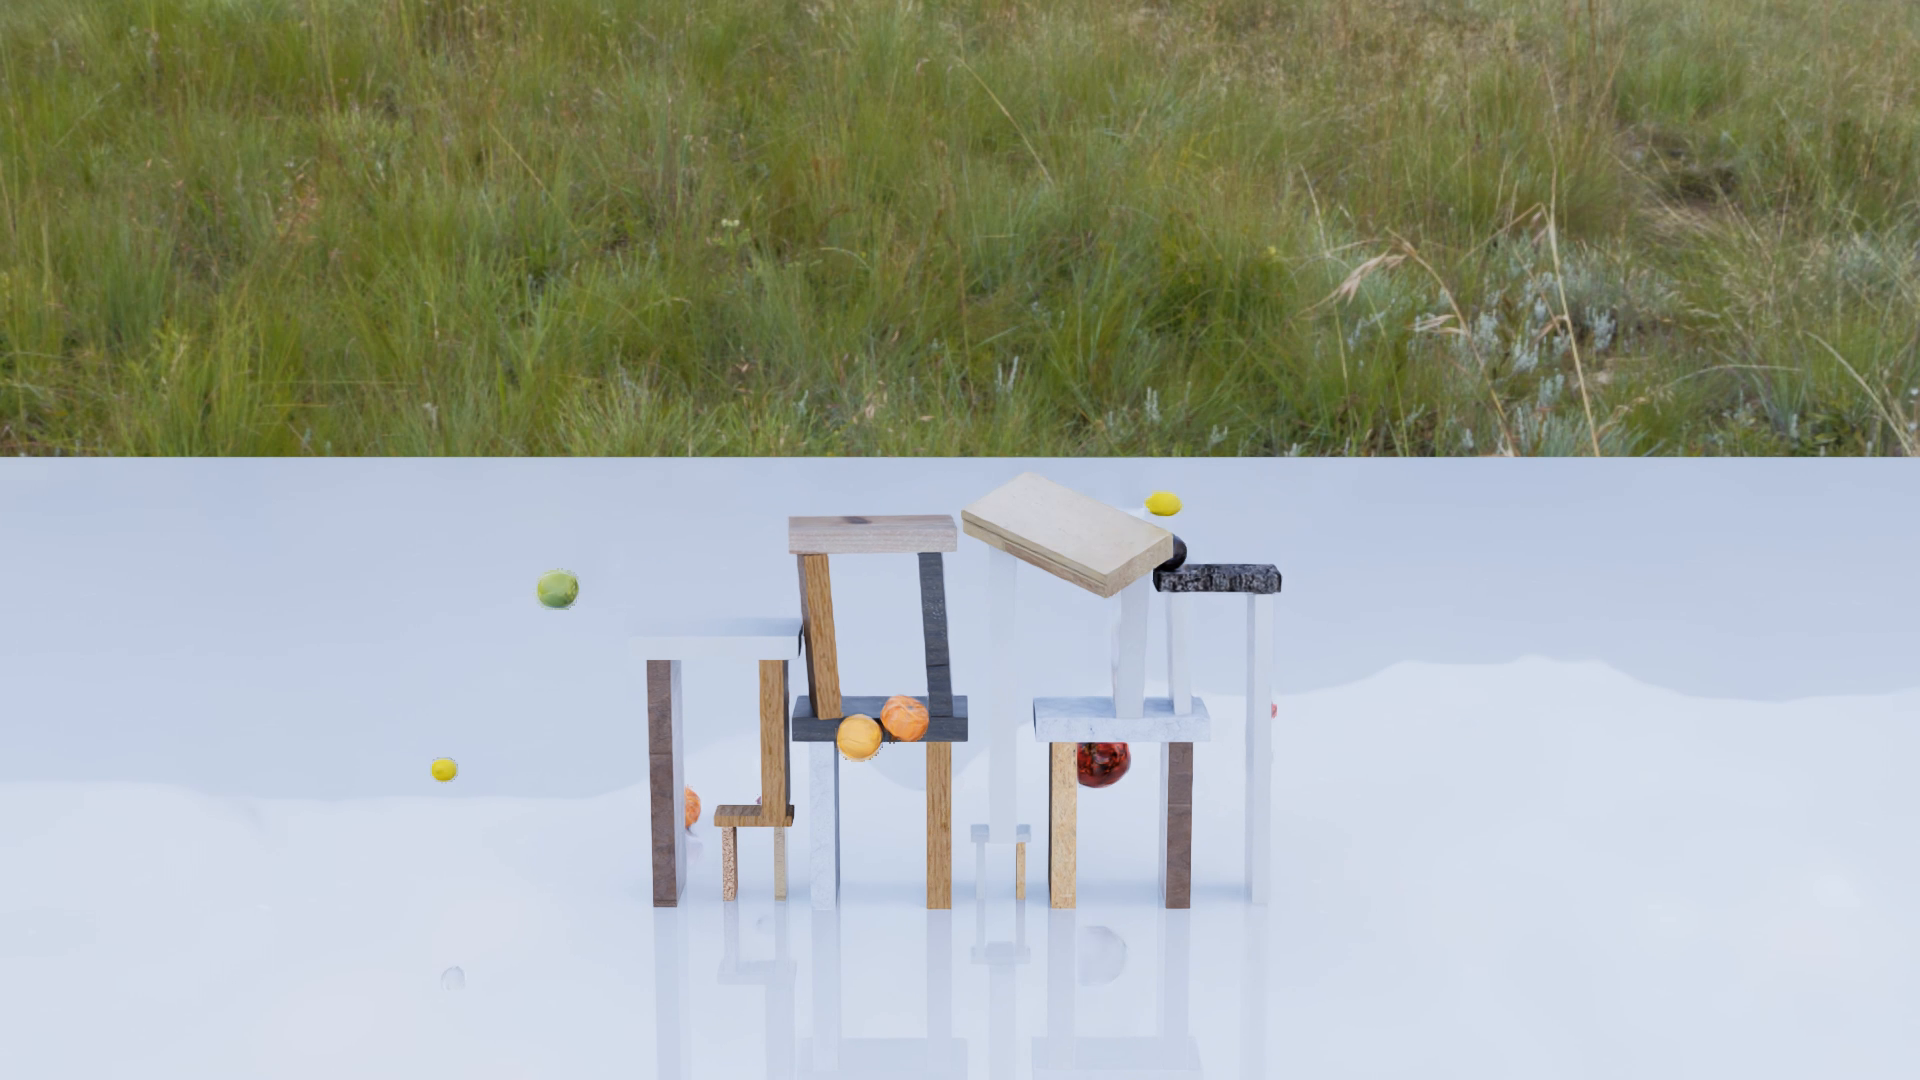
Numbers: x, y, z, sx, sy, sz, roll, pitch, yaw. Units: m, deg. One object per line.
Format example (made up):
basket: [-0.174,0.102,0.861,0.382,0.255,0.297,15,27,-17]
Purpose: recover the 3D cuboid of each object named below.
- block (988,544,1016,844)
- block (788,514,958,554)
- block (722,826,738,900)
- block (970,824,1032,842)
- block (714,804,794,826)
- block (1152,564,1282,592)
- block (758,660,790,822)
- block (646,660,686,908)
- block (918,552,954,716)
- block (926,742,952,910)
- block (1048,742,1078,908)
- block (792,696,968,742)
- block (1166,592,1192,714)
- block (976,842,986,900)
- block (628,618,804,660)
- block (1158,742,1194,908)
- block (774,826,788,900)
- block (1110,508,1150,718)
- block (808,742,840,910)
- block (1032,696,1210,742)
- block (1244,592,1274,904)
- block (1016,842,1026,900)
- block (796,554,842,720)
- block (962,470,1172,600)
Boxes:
block: [0.069,0.228,3.590,0.043,0.511,0.152,0,13,0]
block: [-0.143,-0.010,3.547,0.267,0.038,0.134,-1,11,-4]
block: [-0.382,0.528,3.654,0.018,0.128,0.064,0,11,0]
block: [0.067,0.485,3.642,0.100,0.014,0.050,0,13,0]
block: [-0.340,0.456,3.640,0.128,0.018,0.064,0,11,0]
block: [0.417,0.061,3.579,0.200,0.028,0.100,1,10,1]
block: [-0.304,0.313,3.619,0.038,0.271,0.135,0,11,-1]
block: [-0.484,0.385,3.633,0.038,0.417,0.135,0,11,0]
block: [-0.039,0.139,3.586,0.038,0.267,0.134,-4,11,1]
block: [-0.034,0.451,3.639,0.040,0.283,0.142,0,11,0]
block: [0.169,0.452,3.642,0.040,0.281,0.140,0,10,0]
block: [-0.129,0.292,3.609,0.284,0.040,0.142,0,11,0]
block: [0.357,0.174,3.597,0.028,0.200,0.100,-3,10,0]
block: [0.034,0.541,3.655,0.014,0.100,0.050,0,13,0]
block: [-0.395,0.161,3.591,0.271,0.038,0.135,0,11,0]
block: [0.357,0.452,3.642,0.040,0.281,0.140,0,10,0]
block: [-0.297,0.528,3.654,0.018,0.128,0.064,0,11,0]
block: [0.272,0.118,3.524,0.043,0.304,0.152,0,32,0]
block: [-0.223,0.451,3.639,0.040,0.284,0.142,0,11,0]
block: [0.263,0.294,3.613,0.281,0.040,0.140,0,10,0]
block: [0.492,0.334,3.623,0.028,0.520,0.100,-1,11,0]
block: [0.101,0.541,3.655,0.014,0.100,0.050,0,13,0]
block: [-0.229,0.144,3.561,0.038,0.267,0.134,-6,11,-9]
block: [0.165,-0.012,3.415,0.152,0.043,0.304,-30,40,-35]
